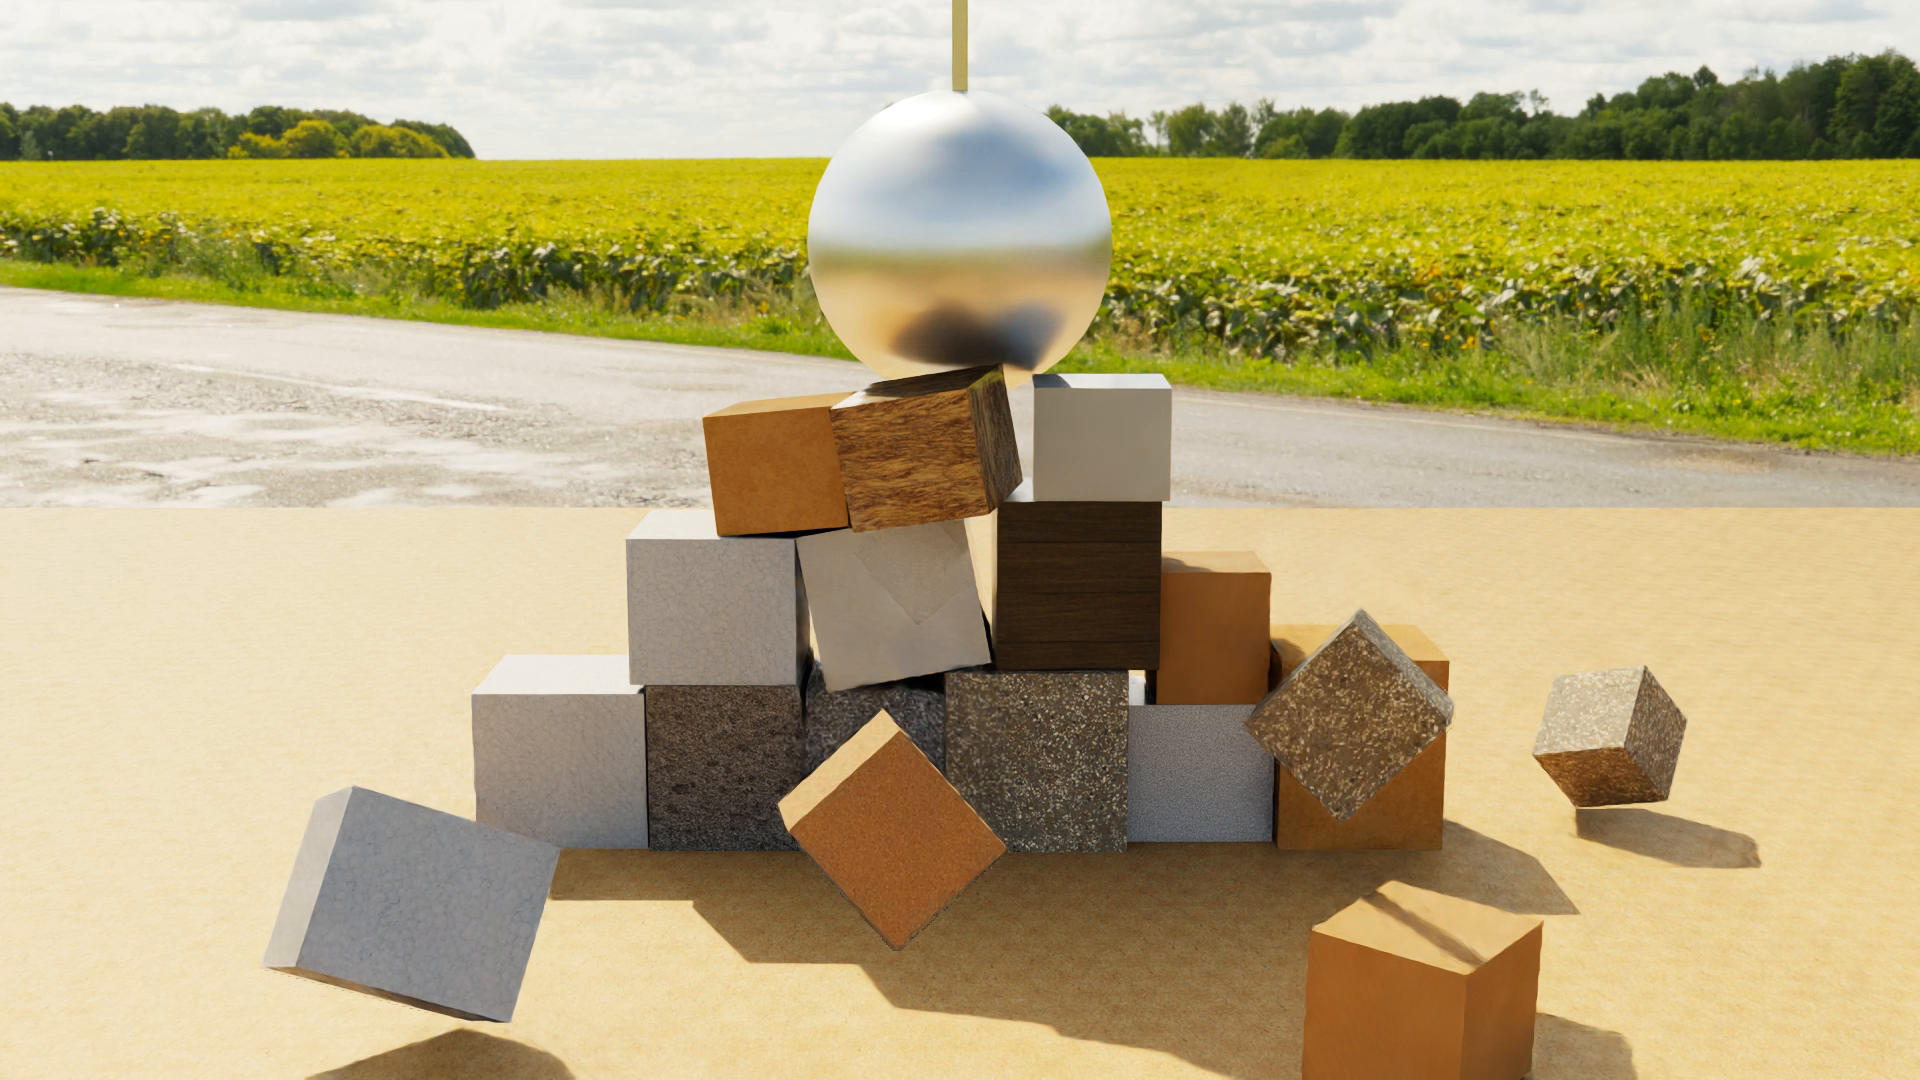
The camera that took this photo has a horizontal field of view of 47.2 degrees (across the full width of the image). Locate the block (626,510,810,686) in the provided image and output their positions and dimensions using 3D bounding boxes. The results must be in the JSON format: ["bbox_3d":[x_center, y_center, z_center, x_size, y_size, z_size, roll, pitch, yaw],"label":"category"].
[{"bbox_3d":[-1.216,0.279,11.218,0.825,0.734,0.866,0,10,1],"label":"block"}]

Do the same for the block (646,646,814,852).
[{"bbox_3d":[-1.167,1.059,11.361,0.765,0.852,0.884,0,10,0],"label":"block"}]

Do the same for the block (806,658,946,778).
[{"bbox_3d":[-0.425,1.083,11.389,0.693,0.794,0.700,0,10,0],"label":"block"}]

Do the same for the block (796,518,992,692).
[{"bbox_3d":[-0.322,0.227,11.207,0.829,0.794,0.798,-11,10,2],"label":"block"}]

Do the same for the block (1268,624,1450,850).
[{"bbox_3d":[2.004,1.000,11.342,0.823,0.974,0.822,0,10,0],"label":"block"}]

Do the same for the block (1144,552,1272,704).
[{"bbox_3d":[1.260,0.442,11.271,0.562,0.674,0.579,0,10,-1],"label":"block"}]

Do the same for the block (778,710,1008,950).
[{"bbox_3d":[-0.261,1.059,8.144,0.537,0.588,0.553,-42,8,-4],"label":"block"}]

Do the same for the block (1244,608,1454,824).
[{"bbox_3d":[1.675,0.741,9.419,0.579,0.628,0.573,46,13,6],"label":"block"}]

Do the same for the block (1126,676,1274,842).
[{"bbox_3d":[1.213,1.124,11.392,0.741,0.712,0.615,0,10,0],"label":"block"}]

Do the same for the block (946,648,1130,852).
[{"bbox_3d":[0.384,1.024,11.368,0.900,0.917,0.944,0,10,0],"label":"block"}]

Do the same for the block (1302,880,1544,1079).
[{"bbox_3d":[1.734,1.730,8.251,0.629,0.605,0.647,11,16,37],"label":"block"}]

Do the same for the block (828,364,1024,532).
[{"bbox_3d":[-0.153,-0.459,10.786,0.685,0.610,0.749,-7,12,16],"label":"block"}]

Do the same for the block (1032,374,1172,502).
[{"bbox_3d":[0.698,-0.522,11.017,0.669,0.554,0.666,0,10,1],"label":"block"}]

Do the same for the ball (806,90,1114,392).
[{"bbox_3d":[0.000,-1.541,11.493,1.600,1.600,1.600,0,10,0],"label":"ball"}]

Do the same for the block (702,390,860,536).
[{"bbox_3d":[-0.835,-0.390,11.003,0.669,0.590,0.671,-4,9,11],"label":"block"}]

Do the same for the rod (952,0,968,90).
[{"bbox_3d":[0.000,-4.811,10.563,0.080,5.200,0.080,0,16,0],"label":"rod"}]

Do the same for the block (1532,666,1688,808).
[{"bbox_3d":[3.413,1.036,11.546,0.529,0.478,0.520,-12,41,44],"label":"block"}]

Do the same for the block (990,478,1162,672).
[{"bbox_3d":[0.576,0.159,11.194,0.806,0.849,0.787,0,10,-1],"label":"block"}]

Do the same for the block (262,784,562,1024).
[{"bbox_3d":[-2.115,1.412,8.453,0.817,0.676,0.763,21,-19,-22],"label":"block"}]

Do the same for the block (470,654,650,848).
[{"bbox_3d":[-1.995,1.081,11.391,0.860,0.798,0.843,0,10,0],"label":"block"}]
